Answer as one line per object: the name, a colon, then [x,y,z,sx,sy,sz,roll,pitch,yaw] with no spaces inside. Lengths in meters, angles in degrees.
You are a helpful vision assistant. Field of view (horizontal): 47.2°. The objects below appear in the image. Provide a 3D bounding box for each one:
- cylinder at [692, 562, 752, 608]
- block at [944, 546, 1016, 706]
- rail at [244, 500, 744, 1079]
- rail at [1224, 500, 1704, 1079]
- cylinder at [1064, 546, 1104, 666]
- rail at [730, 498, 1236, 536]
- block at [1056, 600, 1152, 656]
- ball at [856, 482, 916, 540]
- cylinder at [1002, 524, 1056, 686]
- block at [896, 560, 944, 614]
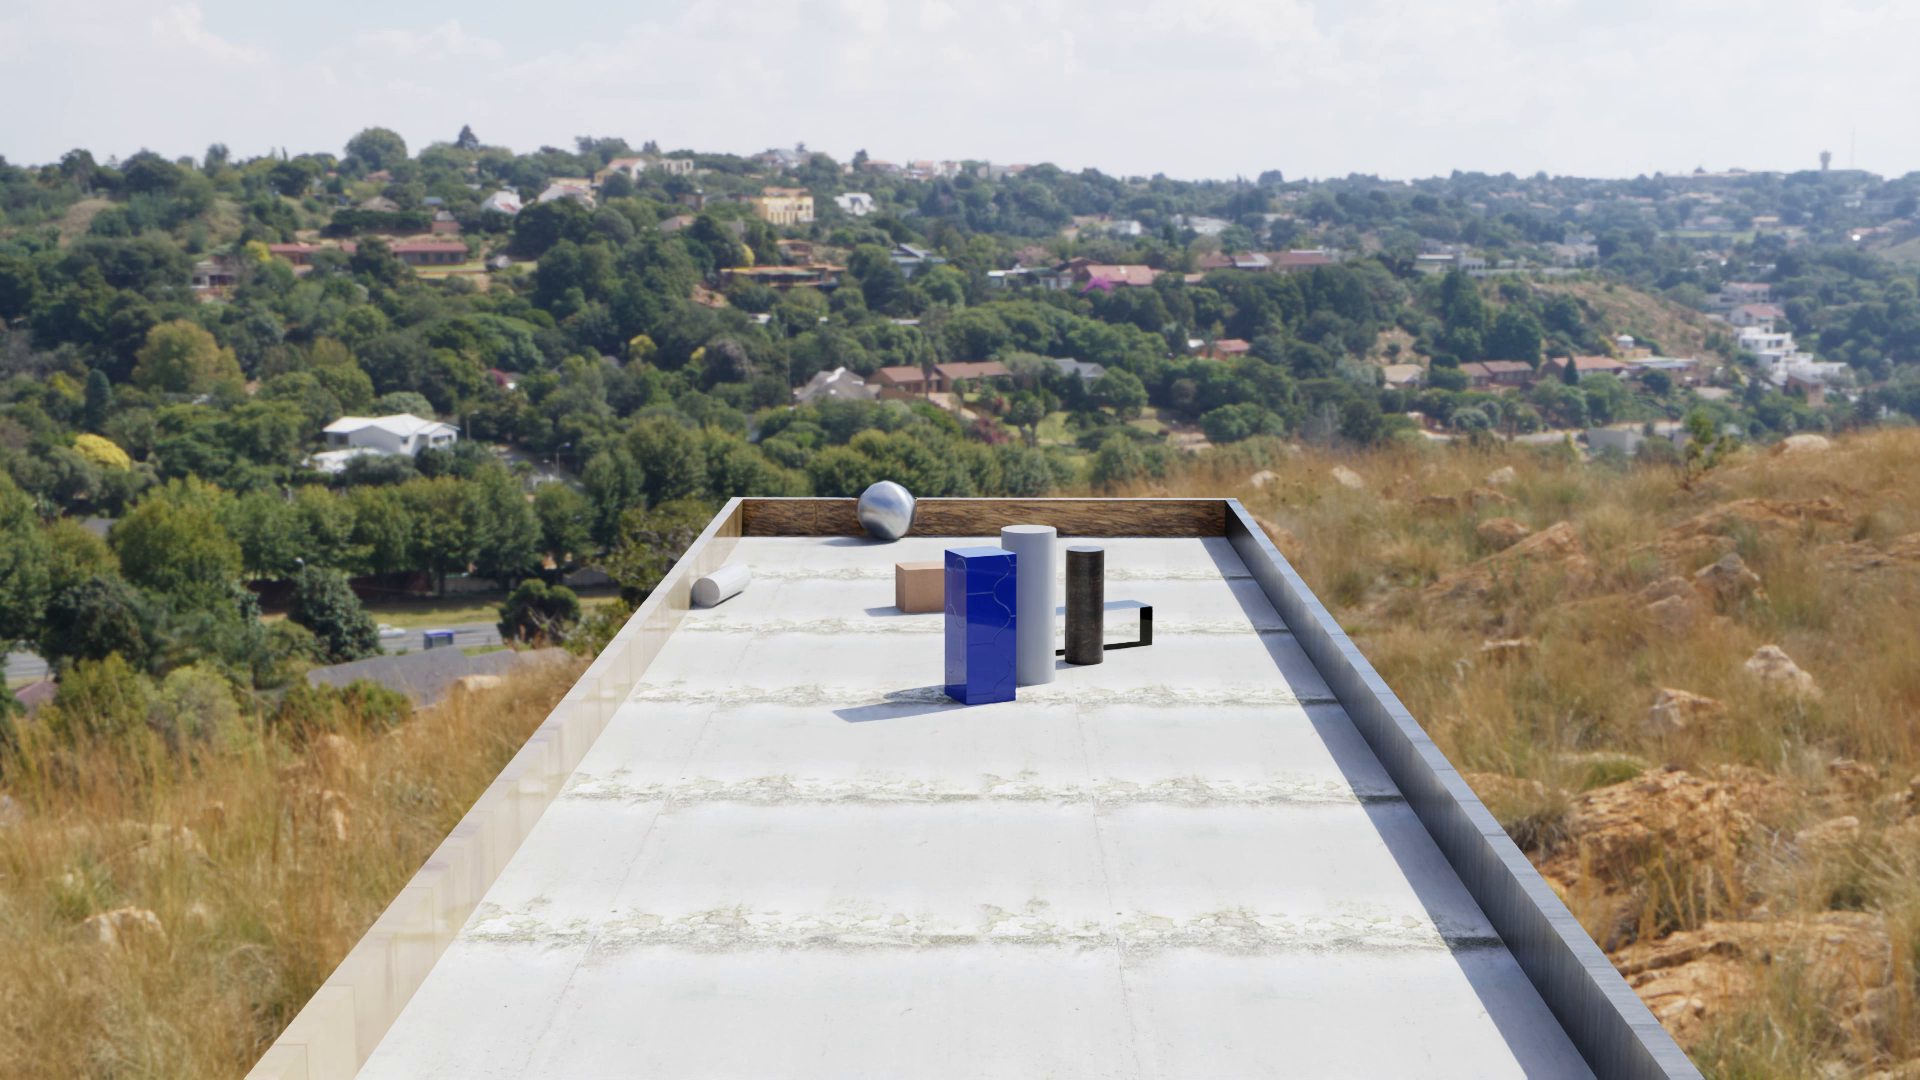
cylinder: [-0.833,0.155,7.698,0.104,0.104,0.329,2,9,14]
block: [0.057,0.238,6.173,0.152,0.417,0.152,-4,10,-24]
rail: [-1.004,0.839,3.234,0.050,0.150,12.000,0,9,1]
rail: [1.046,0.843,3.208,0.050,0.150,12.000,0,9,1]
cylinder: [0.377,0.197,6.657,0.118,0.347,0.118,0,9,0]
rail: [0.099,-0.098,9.147,2.100,0.150,0.050,0,9,1]
block: [0.405,0.274,6.879,0.387,0.125,0.125,-5,10,-27]
ball: [-0.302,-0.121,9.001,0.241,0.241,0.241,0,9,0]
cylinder: [0.199,0.188,6.401,0.160,0.445,0.160,0,9,0]
block: [-0.045,0.157,7.543,0.330,0.149,0.149,-2,9,-14]
